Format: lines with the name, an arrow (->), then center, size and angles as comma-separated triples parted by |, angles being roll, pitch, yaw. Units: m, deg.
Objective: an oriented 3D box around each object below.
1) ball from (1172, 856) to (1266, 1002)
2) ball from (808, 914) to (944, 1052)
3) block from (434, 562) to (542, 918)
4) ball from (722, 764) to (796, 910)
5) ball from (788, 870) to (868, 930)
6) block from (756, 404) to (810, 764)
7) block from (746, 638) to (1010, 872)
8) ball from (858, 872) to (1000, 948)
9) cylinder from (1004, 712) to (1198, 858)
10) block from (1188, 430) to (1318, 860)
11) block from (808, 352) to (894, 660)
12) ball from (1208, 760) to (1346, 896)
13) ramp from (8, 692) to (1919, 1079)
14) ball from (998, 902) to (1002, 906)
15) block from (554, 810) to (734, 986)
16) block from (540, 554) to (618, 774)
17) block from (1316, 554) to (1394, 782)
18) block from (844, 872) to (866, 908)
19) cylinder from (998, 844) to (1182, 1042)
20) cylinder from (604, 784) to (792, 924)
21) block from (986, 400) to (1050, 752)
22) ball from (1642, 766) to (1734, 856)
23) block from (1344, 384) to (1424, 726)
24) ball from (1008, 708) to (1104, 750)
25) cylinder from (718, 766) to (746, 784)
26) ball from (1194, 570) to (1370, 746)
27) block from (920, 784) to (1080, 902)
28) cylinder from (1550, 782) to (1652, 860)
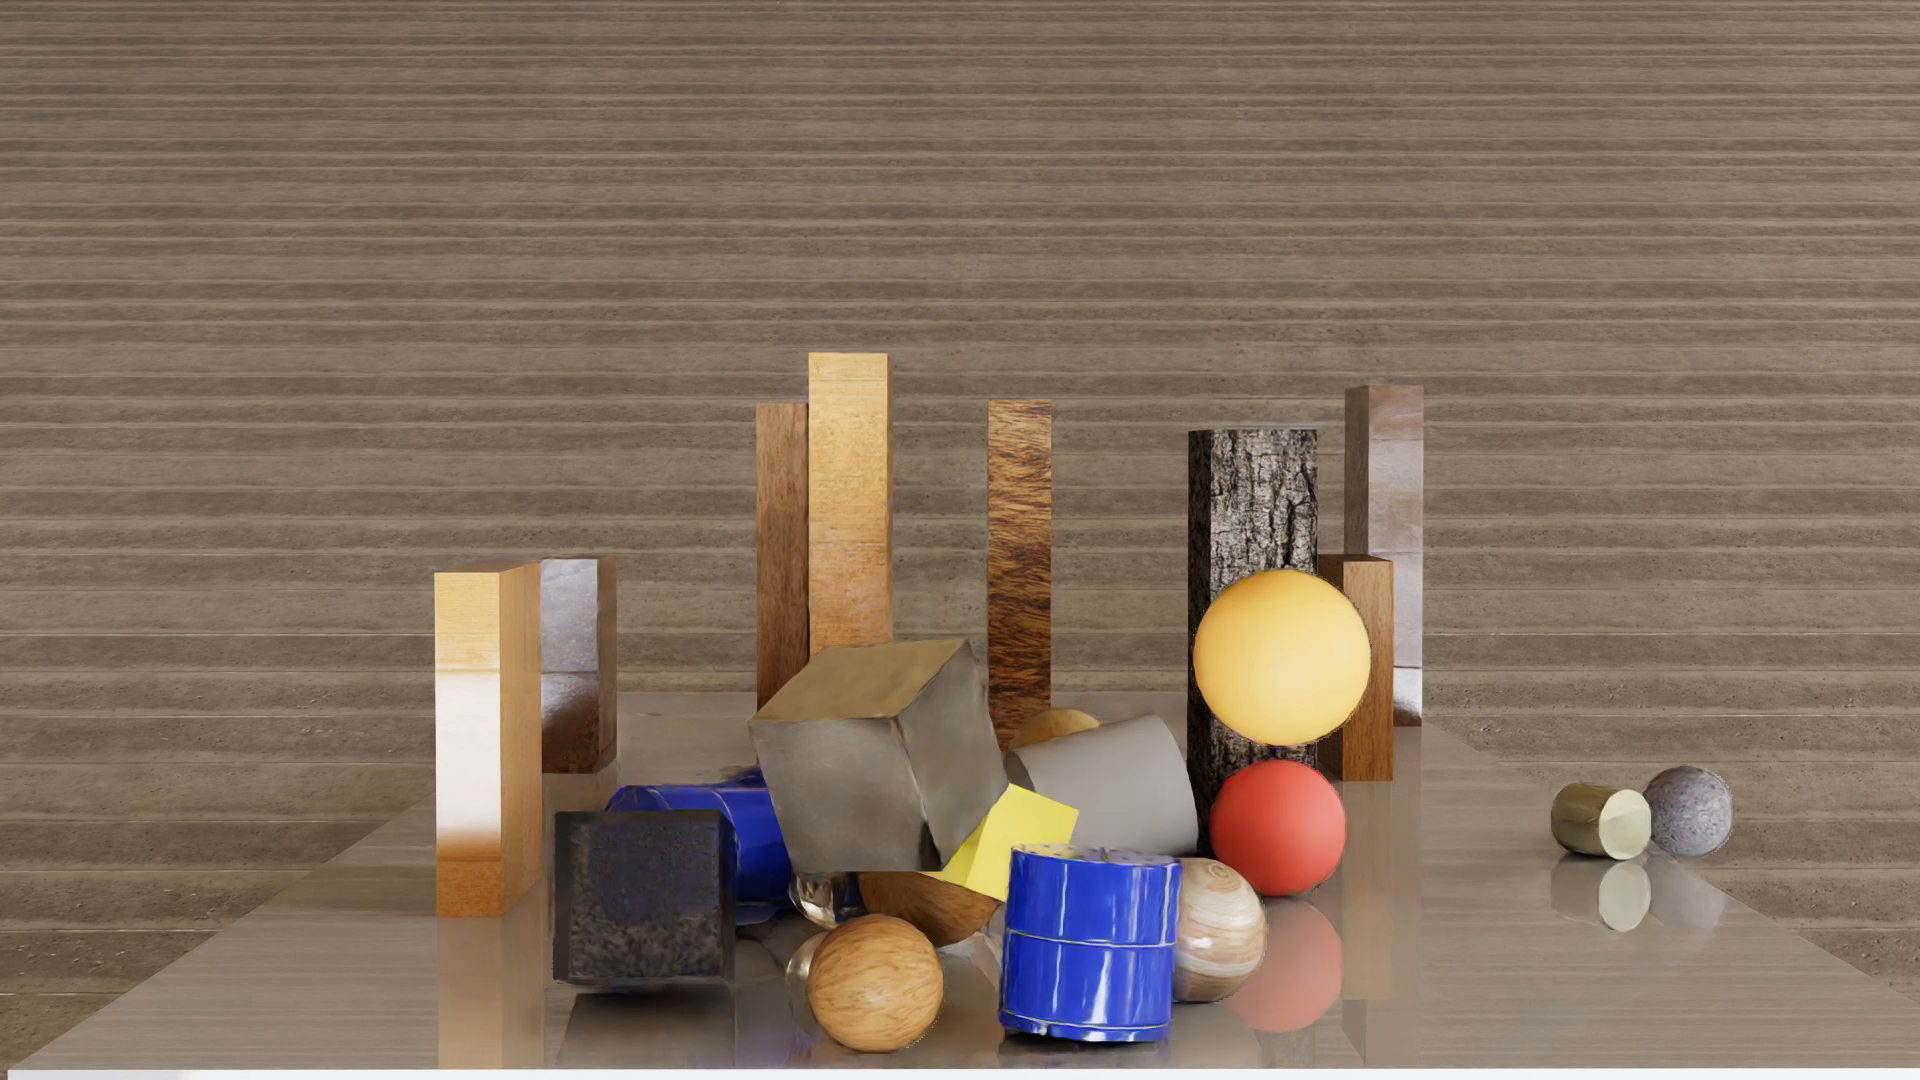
ball -> 0.260, 0.432, 2.863 | 0.160, 0.160, 0.160 | 0, 24, 0
ball -> -0.086, 0.451, 2.623 | 0.139, 0.139, 0.139 | 0, 24, 0
block -> -0.644, 0.263, 3.541 | 0.084, 0.453, 0.336 | 0, 2, 0
ball -> -0.247, 0.394, 3.434 | 0.198, 0.198, 0.198 | 0, 24, 0
ball -> -0.151, 0.424, 3.293 | 0.148, 0.148, 0.148 | 0, 24, 0
block -> -0.295, 0.113, 4.448 | 0.082, 0.690, 0.388 | 0, 2, 0
block -> -0.085, 0.233, 2.793 | 0.183, 0.183, 0.183 | -5, 22, 28
ball -> -0.035, 0.408, 3.158 | 0.182, 0.182, 0.182 | 0, 24, 0
cylinder -> 0.192, 0.364, 3.550 | 0.207, 0.207, 0.207 | -14, 27, -13
block -> 0.427, 0.159, 3.798 | 0.150, 0.641, 0.352 | 0, 2, 0
block -> -0.172, 0.087, 4.158 | 0.120, 0.762, 0.391 | 0, 2, 0
ball -> 0.435, 0.395, 3.537 | 0.187, 0.187, 0.187 | 0, 24, 0
ramp -> 0.056, 0.504, 4.549 | 2.000, 0.100, 4.000 | 0, 2, 0
ball -> -0.005, 0.426, 3.315 | 0.142, 0.142, 0.142 | 0, 24, 0
block -> -0.347, 0.399, 2.857 | 0.178, 0.178, 0.178 | -1, -12, 0
block -> -0.741, 0.235, 5.021 | 0.109, 0.408, 0.268 | 0, 2, 0
block -> 0.754, 0.237, 4.929 | 0.093, 0.407, 0.340 | 0, 2, 0
block -> -0.074, 0.433, 3.467 | 0.117, 0.117, 0.117 | -2, 3, -40
cylinder -> 0.136, 0.419, 2.700 | 0.180, 0.180, 0.180 | 5, -2, 0
cylinder -> -0.334, 0.396, 3.237 | 0.179, 0.179, 0.179 | 3, 18, -38
block -> 0.121, 0.067, 5.388 | 0.126, 0.715, 0.337 | 0, 2, 0
ball -> 1.116, 0.417, 3.957 | 0.139, 0.139, 0.139 | 0, 24, 0
block -> 0.963, 0.030, 5.878 | 0.120, 0.756, 0.357 | 0, 2, 0
ball -> 0.171, 0.371, 4.288 | 0.185, 0.185, 0.185 | 0, 24, 0
cylinder -> -0.325, 0.414, 4.074 | 0.112, 0.112, 0.112 | 0, 24, -6
ball -> 0.337, 0.123, 2.696 | 0.185, 0.185, 0.185 | 0, 24, 0
block -> 0.033, 0.341, 2.946 | 0.125, 0.125, 0.125 | 25, -10, -37
cylinder -> 0.967, 0.424, 3.886 | 0.105, 0.105, 0.105 | -14, 8, -28
